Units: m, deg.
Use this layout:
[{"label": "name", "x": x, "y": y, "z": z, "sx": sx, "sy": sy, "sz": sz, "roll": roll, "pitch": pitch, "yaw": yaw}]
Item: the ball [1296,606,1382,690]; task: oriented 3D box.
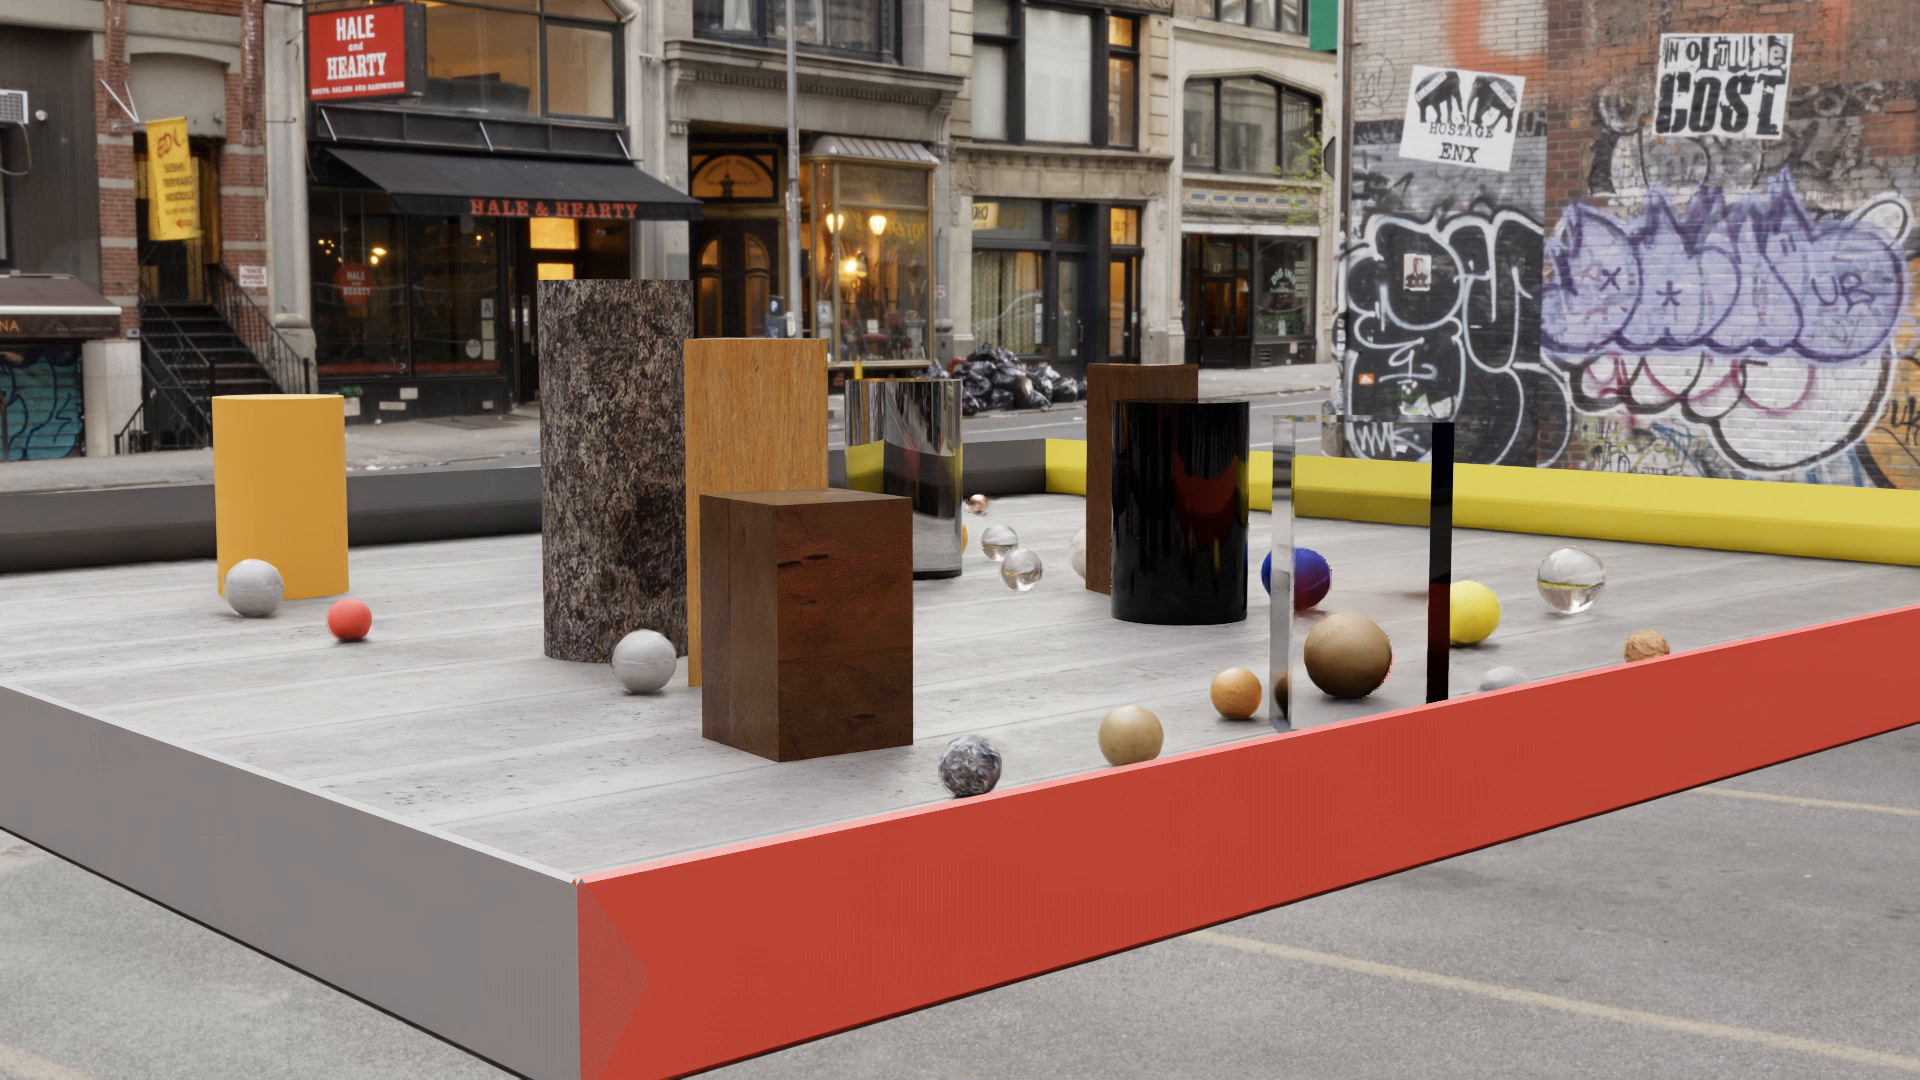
[{"label": "ball", "x": 0.446, "y": 0.127, "z": 2.588, "sx": 0.100, "sy": 0.100, "sz": 0.100, "roll": 0, "pitch": 6, "yaw": 0}]

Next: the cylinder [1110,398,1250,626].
[{"label": "cylinder", "x": 0.321, "y": -0.046, "z": 3.206, "sx": 0.200, "sy": 0.315, "sz": 0.200, "roll": 0, "pitch": 6, "yaw": 0}]

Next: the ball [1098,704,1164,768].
[{"label": "ball", "x": 0.166, "y": 0.192, "z": 2.138, "sx": 0.064, "sy": 0.064, "sz": 0.064, "roll": 0, "pitch": 6, "yaw": 0}]

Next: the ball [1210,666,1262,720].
[{"label": "ball", "x": 0.302, "y": 0.167, "z": 2.406, "sx": 0.057, "sy": 0.057, "sz": 0.057, "roll": 0, "pitch": 6, "yaw": 0}]

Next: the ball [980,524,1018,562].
[{"label": "ball", "x": 0.071, "y": 0.004, "z": 3.923, "sx": 0.067, "sy": 0.067, "sz": 0.067, "roll": 0, "pitch": 6, "yaw": 0}]

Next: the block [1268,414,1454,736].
[{"label": "block", "x": 0.417, "y": 0.039, "z": 2.308, "sx": 0.160, "sy": 0.333, "sz": 0.160, "roll": 0, "pitch": 6, "yaw": 0}]

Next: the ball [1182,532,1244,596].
[{"label": "ball", "x": 0.397, "y": 0.038, "z": 3.452, "sx": 0.098, "sy": 0.098, "sz": 0.098, "roll": 0, "pitch": 6, "yaw": 0}]

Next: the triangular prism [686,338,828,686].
[{"label": "triangular prism", "x": -0.266, "y": -0.041, "z": 2.695, "sx": 0.173, "sy": 0.411, "sz": 0.150, "roll": -2, "pitch": 6, "yaw": -21}]

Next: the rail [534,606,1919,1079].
[{"label": "rail", "x": 0.942, "y": 0.139, "z": 2.316, "sx": 3.185, "sy": 0.130, "sz": 0.045, "roll": -5, "pitch": 8, "yaw": -42}]

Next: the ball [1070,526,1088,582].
[{"label": "ball", "x": 0.228, "y": 0.023, "z": 3.593, "sx": 0.099, "sy": 0.099, "sz": 0.099, "roll": 0, "pitch": 6, "yaw": 0}]

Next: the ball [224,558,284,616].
[{"label": "ball", "x": -1.034, "y": 0.070, "z": 3.218, "sx": 0.084, "sy": 0.084, "sz": 0.084, "roll": 0, "pitch": 6, "yaw": 0}]

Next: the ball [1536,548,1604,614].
[{"label": "ball", "x": 0.903, "y": 0.060, "z": 3.250, "sx": 0.097, "sy": 0.097, "sz": 0.097, "roll": 0, "pitch": 6, "yaw": 0}]

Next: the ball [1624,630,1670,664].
[{"label": "ball", "x": 0.844, "y": 0.138, "z": 2.704, "sx": 0.055, "sy": 0.055, "sz": 0.055, "roll": 0, "pitch": 6, "yaw": 0}]

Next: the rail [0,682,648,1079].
[{"label": "rail", "x": -1.153, "y": 0.144, "z": 2.274, "sx": 0.045, "sy": 0.130, "sz": 2.825, "roll": -5, "pitch": 8, "yaw": -42}]

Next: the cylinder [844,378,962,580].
[{"label": "cylinder", "x": -0.095, "y": -0.106, "z": 3.722, "sx": 0.200, "sy": 0.329, "sz": 0.200, "roll": 0, "pitch": 6, "yaw": 0}]

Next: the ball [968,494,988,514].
[{"label": "ball", "x": 0.041, "y": -0.080, "z": 4.845, "sx": 0.044, "sy": 0.044, "sz": 0.044, "roll": 0, "pitch": 6, "yaw": 0}]

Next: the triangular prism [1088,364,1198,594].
[{"label": "triangular prism", "x": 0.264, "y": -0.097, "z": 3.476, "sx": 0.150, "sy": 0.361, "sz": 0.173, "roll": 5, "pitch": 8, "yaw": 38}]

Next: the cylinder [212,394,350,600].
[{"label": "cylinder", "x": -1.076, "y": -0.072, "z": 3.486, "sx": 0.200, "sy": 0.310, "sz": 0.200, "roll": 0, "pitch": 6, "yaw": 0}]

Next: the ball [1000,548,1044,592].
[{"label": "ball", "x": 0.098, "y": 0.047, "z": 3.508, "sx": 0.068, "sy": 0.068, "sz": 0.068, "roll": 0, "pitch": 6, "yaw": 0}]

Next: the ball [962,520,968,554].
[{"label": "ball", "x": -0.031, "y": -0.004, "z": 3.878, "sx": 0.094, "sy": 0.094, "sz": 0.094, "roll": 0, "pitch": 6, "yaw": 0}]

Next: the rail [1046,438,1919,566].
[{"label": "rail", "x": 1.153, "y": -0.076, "z": 4.390, "sx": 0.045, "sy": 0.130, "sz": 2.825, "roll": -5, "pitch": 8, "yaw": -42}]

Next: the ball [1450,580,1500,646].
[{"label": "ball", "x": 0.677, "y": 0.098, "z": 2.939, "sx": 0.086, "sy": 0.086, "sz": 0.086, "roll": 0, "pitch": 6, "yaw": 0}]

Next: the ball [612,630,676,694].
[{"label": "ball", "x": -0.369, "y": 0.142, "z": 2.571, "sx": 0.075, "sy": 0.075, "sz": 0.075, "roll": 0, "pitch": 6, "yaw": 0}]

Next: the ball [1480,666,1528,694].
[{"label": "ball", "x": 0.602, "y": 0.167, "z": 2.429, "sx": 0.054, "sy": 0.054, "sz": 0.054, "roll": 0, "pitch": 6, "yaw": 0}]

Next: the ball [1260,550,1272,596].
[{"label": "ball", "x": 0.504, "y": 0.051, "z": 3.337, "sx": 0.096, "sy": 0.096, "sz": 0.096, "roll": 0, "pitch": 6, "yaw": 0}]

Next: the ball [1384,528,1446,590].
[{"label": "ball", "x": 0.727, "y": 0.031, "z": 3.514, "sx": 0.099, "sy": 0.099, "sz": 0.099, "roll": 0, "pitch": 6, "yaw": 0}]

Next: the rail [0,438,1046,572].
[{"label": "rail", "x": -0.942, "y": -0.072, "z": 4.347, "sx": 3.185, "sy": 0.130, "sz": 0.045, "roll": -5, "pitch": 8, "yaw": -42}]

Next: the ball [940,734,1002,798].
[{"label": "ball", "x": 0.010, "y": 0.207, "z": 2.020, "sx": 0.058, "sy": 0.058, "sz": 0.058, "roll": 0, "pitch": 6, "yaw": 0}]

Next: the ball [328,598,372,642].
[{"label": "ball", "x": -0.825, "y": 0.108, "z": 2.975, "sx": 0.057, "sy": 0.057, "sz": 0.057, "roll": 0, "pitch": 6, "yaw": 0}]

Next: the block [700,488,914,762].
[{"label": "block", "x": -0.159, "y": 0.082, "z": 2.272, "sx": 0.160, "sy": 0.255, "sz": 0.160, "roll": -4, "pitch": 7, "yaw": -34}]

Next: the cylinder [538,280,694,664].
[{"label": "cylinder", "x": -0.445, "y": -0.095, "z": 2.864, "sx": 0.200, "sy": 0.484, "sz": 0.200, "roll": 0, "pitch": 6, "yaw": 0}]
